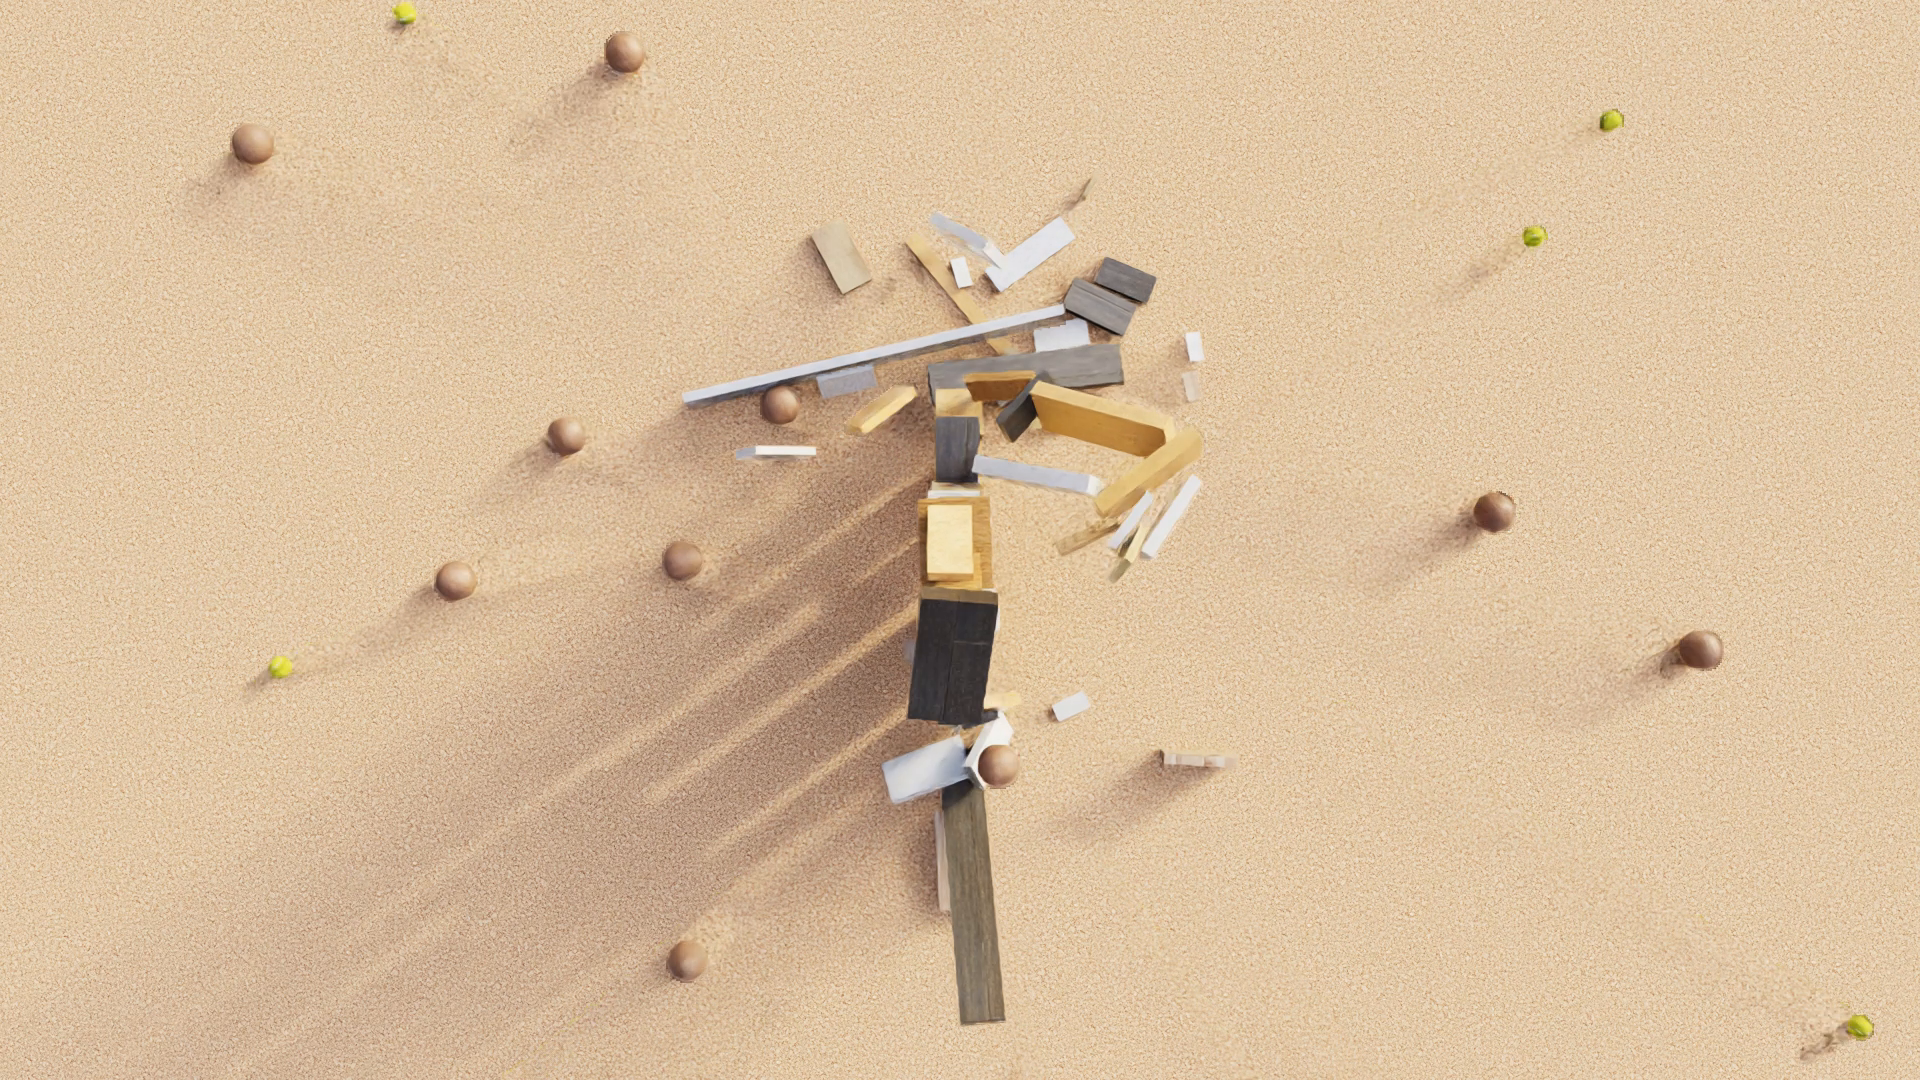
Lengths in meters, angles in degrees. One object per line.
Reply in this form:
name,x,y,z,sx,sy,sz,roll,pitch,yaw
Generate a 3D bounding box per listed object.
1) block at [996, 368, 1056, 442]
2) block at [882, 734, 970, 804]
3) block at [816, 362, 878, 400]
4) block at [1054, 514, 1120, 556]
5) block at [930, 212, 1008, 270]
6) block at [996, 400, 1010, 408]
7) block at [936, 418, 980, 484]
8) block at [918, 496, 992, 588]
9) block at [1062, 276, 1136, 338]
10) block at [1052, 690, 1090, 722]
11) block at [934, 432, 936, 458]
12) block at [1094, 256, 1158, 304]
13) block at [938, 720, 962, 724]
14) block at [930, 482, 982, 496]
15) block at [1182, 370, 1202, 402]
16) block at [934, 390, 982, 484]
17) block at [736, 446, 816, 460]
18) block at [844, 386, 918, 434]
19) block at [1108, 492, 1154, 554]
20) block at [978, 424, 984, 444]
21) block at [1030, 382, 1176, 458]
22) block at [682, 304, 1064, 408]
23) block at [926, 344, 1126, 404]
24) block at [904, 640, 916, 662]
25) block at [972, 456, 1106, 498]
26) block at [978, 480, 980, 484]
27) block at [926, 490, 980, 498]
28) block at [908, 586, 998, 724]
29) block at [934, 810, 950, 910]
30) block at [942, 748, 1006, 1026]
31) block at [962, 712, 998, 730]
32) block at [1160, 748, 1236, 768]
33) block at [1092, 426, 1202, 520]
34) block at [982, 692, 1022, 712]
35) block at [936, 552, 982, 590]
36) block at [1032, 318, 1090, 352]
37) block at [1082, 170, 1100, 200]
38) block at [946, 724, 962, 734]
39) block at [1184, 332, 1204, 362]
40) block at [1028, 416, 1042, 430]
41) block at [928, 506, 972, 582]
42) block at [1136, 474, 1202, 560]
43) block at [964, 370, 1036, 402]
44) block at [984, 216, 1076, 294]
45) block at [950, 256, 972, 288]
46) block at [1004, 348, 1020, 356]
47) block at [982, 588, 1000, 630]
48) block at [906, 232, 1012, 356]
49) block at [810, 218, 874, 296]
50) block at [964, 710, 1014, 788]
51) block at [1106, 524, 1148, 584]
block,0.205,-0.407,5.014,0.031,0.108,0.217,36,78,33
block,-0.108,0.755,5.423,0.278,0.039,0.139,-20,62,3
block,-0.372,-0.525,5.454,0.188,0.094,0.027,-13,56,0
block,0.364,-0.012,4.707,0.187,0.094,0.027,-26,75,5
block,0.030,-0.967,5.329,0.261,0.131,0.037,36,90,38
block,0.126,-0.502,5.492,0.056,0.016,0.112,-38,90,0
block,-0.009,-0.233,4.841,0.127,0.036,0.254,0,96,0
block,-0.009,0.073,4.143,0.180,0.051,0.359,-2,103,0
block,0.460,-0.772,5.467,0.228,0.032,0.114,25,81,-4
block,0.369,0.553,5.492,0.117,0.017,0.059,-26,90,0
block,-0.012,-0.260,5.007,0.127,0.310,0.036,-2,73,0
block,0.552,-0.864,5.487,0.188,0.027,0.094,23,90,0
block,-0.001,0.437,5.198,0.141,0.040,0.282,-1,90,0
block,-0.011,-0.122,4.688,0.144,0.287,0.041,2,101,0
block,0.771,-0.512,5.493,0.048,0.014,0.095,-13,90,0
block,-0.004,-0.323,5.182,0.149,0.042,0.297,0,90,0
block,-0.597,-0.283,5.364,0.094,0.272,0.027,-11,85,39
block,-0.247,-0.406,5.147,0.218,0.109,0.031,-39,114,-20
block,0.488,-0.048,4.701,0.027,0.094,0.187,36,85,9
block,0.008,-0.315,5.046,0.108,0.217,0.031,-2,81,-6
block,0.430,-0.348,4.907,0.446,0.174,0.049,18,62,28
block,-0.281,-0.601,5.425,1.275,0.114,0.032,-13,84,1
block,0.217,-0.546,5.424,0.643,0.037,0.131,-7,80,-8
block,-0.038,0.284,4.201,0.173,0.754,0.049,-2,85,1
block,0.228,-0.182,4.747,0.347,0.174,0.049,11,89,20
block,-0.006,-0.111,4.993,0.127,0.254,0.036,-2,67,-1
block,-0.015,0.007,4.549,0.144,0.041,0.287,-1,103,0
block,-0.018,0.267,3.787,0.173,0.049,0.346,5,123,-4
block,-0.017,1.061,5.483,0.118,0.033,0.328,-3,90,0
block,0.034,1.093,5.281,0.139,0.039,0.883,-5,63,0
block,0.058,0.545,5.136,0.117,0.017,0.059,-17,102,-12
block,0.785,0.721,5.441,0.236,0.118,0.033,4,90,0
block,0.539,-0.182,4.728,0.347,0.174,0.049,-37,75,-1
block,0.037,0.503,5.046,0.278,0.139,0.039,-3,79,-11
block,-0.004,0.088,4.008,0.109,0.218,0.031,0,112,-1
block,0.336,-0.680,5.487,0.180,0.026,0.090,-9,90,0
block,0.434,-1.178,5.476,0.014,0.048,0.095,28,90,0
block,-0.048,0.578,5.363,0.059,0.267,0.017,37,88,-15
block,0.781,-0.643,5.493,0.048,0.014,0.095,-10,90,0
block,0.259,-0.414,5.487,0.180,0.026,0.090,6,90,0
block,-0.025,0.007,4.000,0.109,0.031,0.218,0,49,-1
block,0.596,-0.065,4.731,0.037,0.131,0.261,34,85,-1
block,0.133,-0.473,5.073,0.217,0.108,0.031,-1,60,20
block,0.233,-0.949,5.487,0.307,0.026,0.090,-36,90,0
block,0.004,-0.888,5.485,0.050,0.014,0.099,-15,85,-10
block,0.167,-0.588,5.479,0.050,0.014,0.099,6,90,0
block,0.004,0.164,3.959,0.173,0.346,0.049,0,96,0
block,0.015,-0.792,5.493,0.050,0.014,0.558,-40,90,0
block,-0.393,-0.942,5.484,0.114,0.032,0.228,-28,90,0
block,0.093,0.682,5.388,0.033,0.118,0.236,5,49,33
block,0.470,0.040,4.629,0.027,0.187,0.094,36,126,-2
